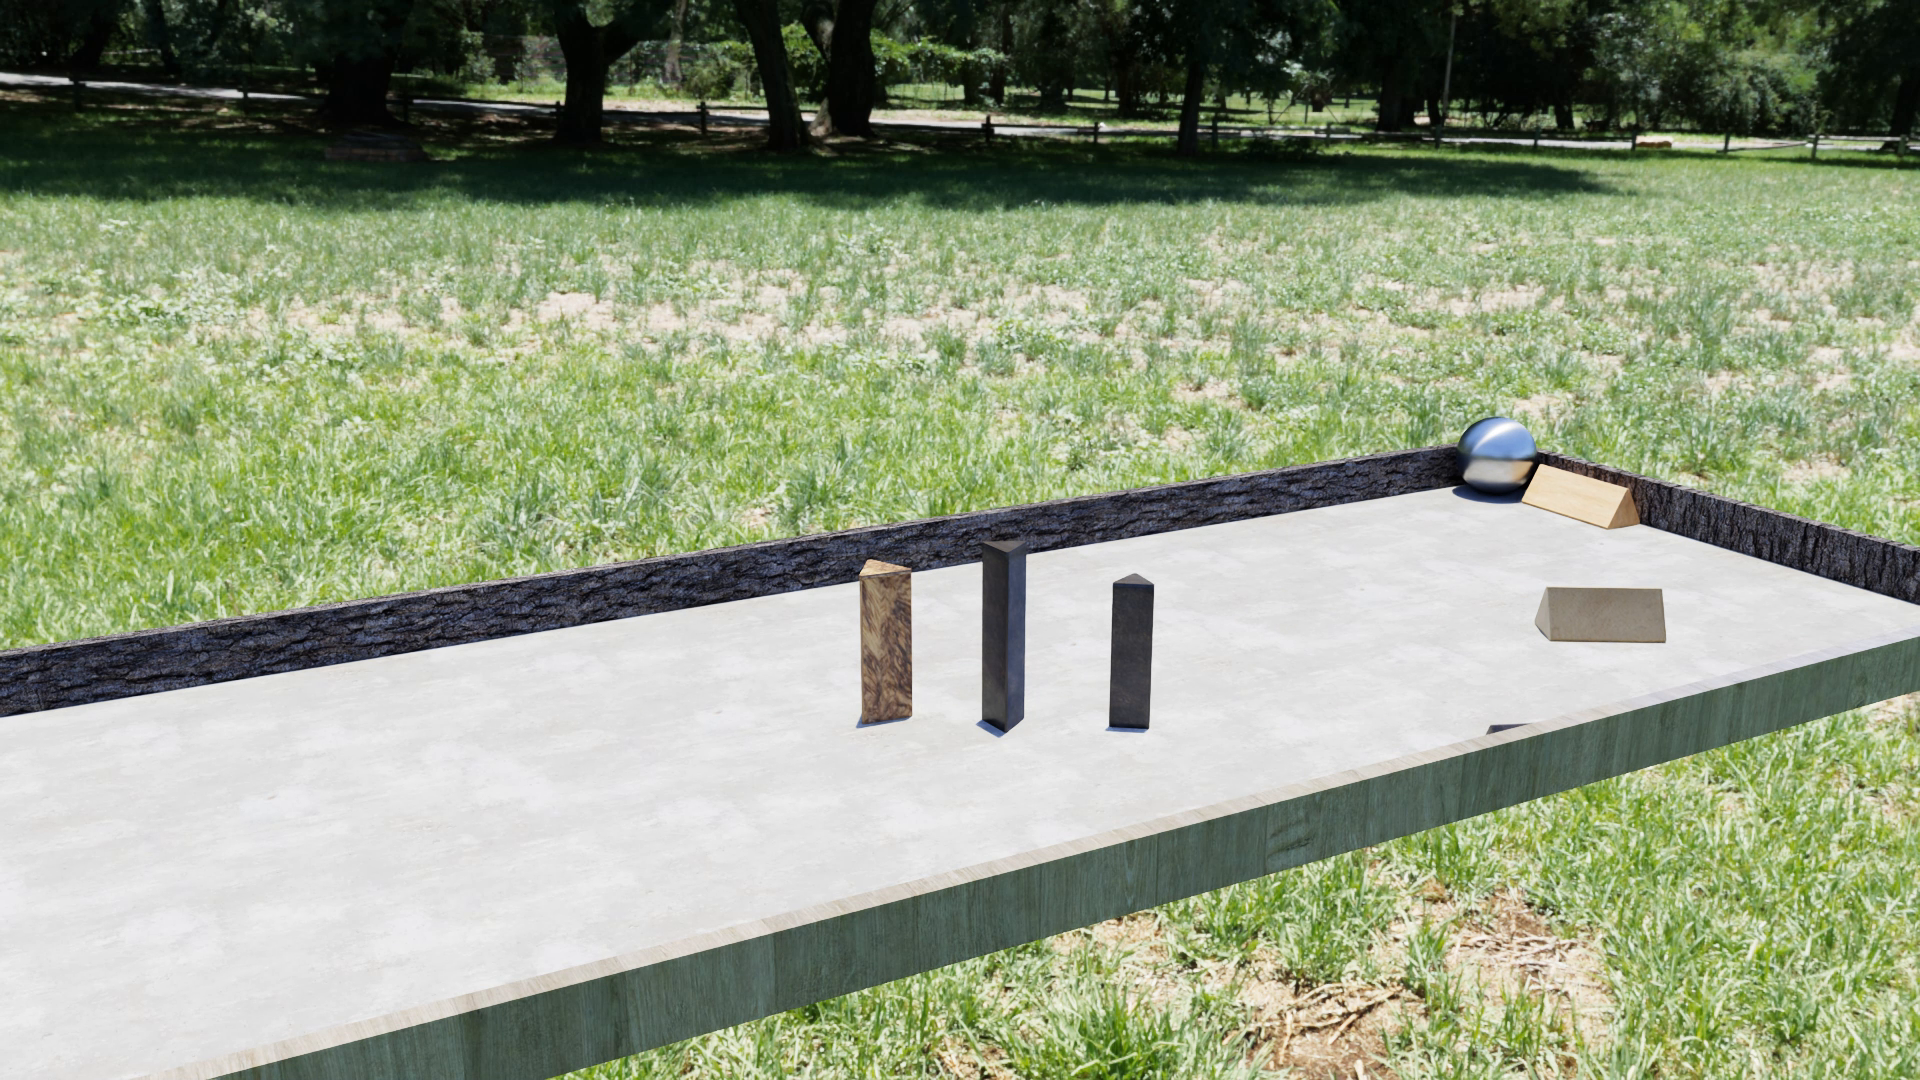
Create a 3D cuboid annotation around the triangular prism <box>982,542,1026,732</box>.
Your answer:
[{"bbox_3d":[0.116,0.219,3.832,0.086,0.438,0.100,-11,19,-32],"label":"triangular prism"}]

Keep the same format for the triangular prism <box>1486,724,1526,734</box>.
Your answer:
[{"bbox_3d":[1.335,0.444,3.704,0.306,0.075,0.087,-2,17,-6],"label":"triangular prism"}]

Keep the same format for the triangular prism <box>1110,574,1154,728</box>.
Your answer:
[{"bbox_3d":[0.401,0.258,3.848,0.094,0.355,0.081,2,17,8],"label":"triangular prism"}]

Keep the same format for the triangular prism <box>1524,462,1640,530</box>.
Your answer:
[{"bbox_3d":[2.126,-0.156,5.645,0.149,0.129,0.385,-13,23,-22],"label":"triangular prism"}]

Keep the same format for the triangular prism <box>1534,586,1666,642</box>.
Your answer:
[{"bbox_3d":[1.741,0.188,4.474,0.306,0.128,0.148,1,16,3],"label":"triangular prism"}]

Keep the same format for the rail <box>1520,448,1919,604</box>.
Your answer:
[{"bbox_3d":[2.466,-0.048,5.253,0.050,0.150,2.100,-9,18,-27],"label":"rail"}]

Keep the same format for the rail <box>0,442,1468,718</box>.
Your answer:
[{"bbox_3d":[-3.305,0.497,3.399,12.000,0.150,0.050,-9,18,-27],"label":"rail"}]

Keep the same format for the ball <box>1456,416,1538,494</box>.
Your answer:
[{"bbox_3d":[1.915,-0.302,5.889,0.278,0.278,0.278,0,16,0],"label":"ball"}]

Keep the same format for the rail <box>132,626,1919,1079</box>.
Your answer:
[{"bbox_3d":[-2.336,1.006,1.665,12.000,0.150,0.050,-9,18,-27],"label":"rail"}]

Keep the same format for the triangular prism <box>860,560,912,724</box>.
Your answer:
[{"bbox_3d":[-0.193,0.236,3.901,0.127,0.367,0.110,-7,18,-23],"label":"triangular prism"}]
